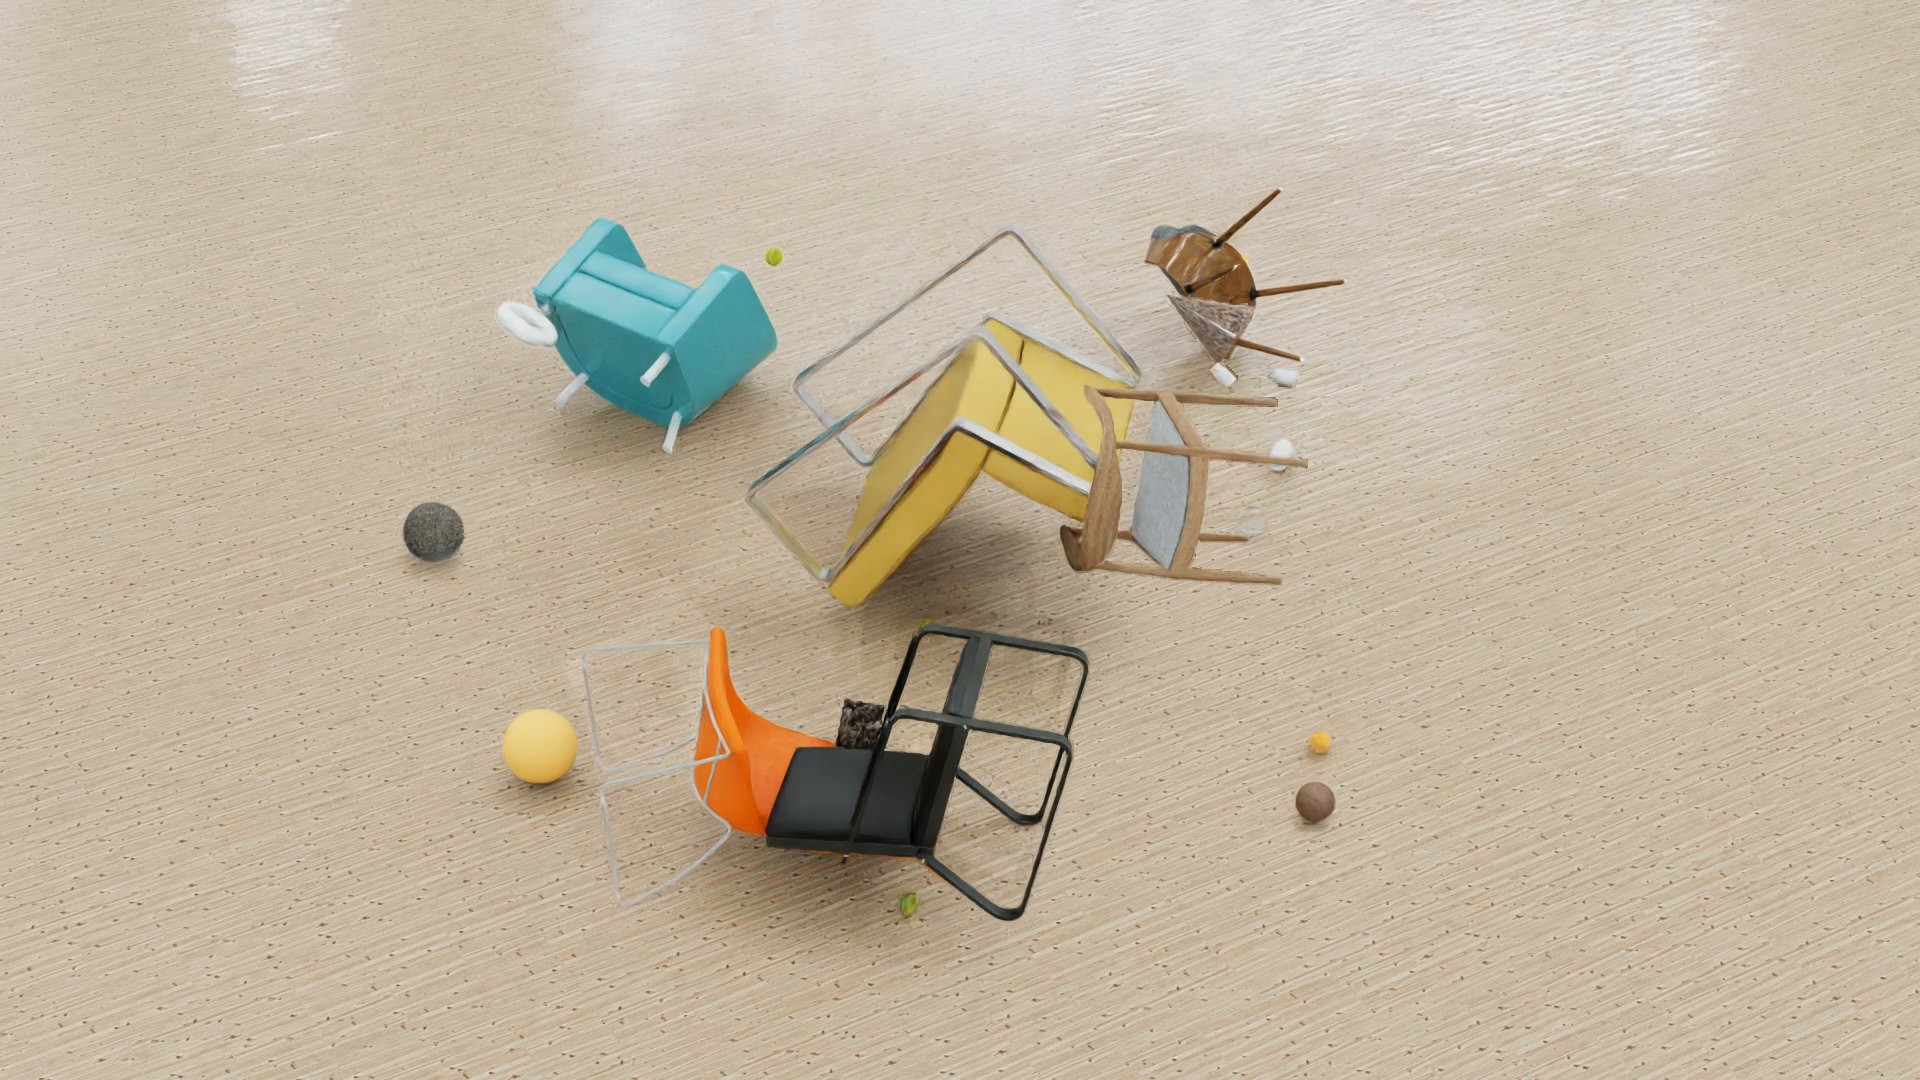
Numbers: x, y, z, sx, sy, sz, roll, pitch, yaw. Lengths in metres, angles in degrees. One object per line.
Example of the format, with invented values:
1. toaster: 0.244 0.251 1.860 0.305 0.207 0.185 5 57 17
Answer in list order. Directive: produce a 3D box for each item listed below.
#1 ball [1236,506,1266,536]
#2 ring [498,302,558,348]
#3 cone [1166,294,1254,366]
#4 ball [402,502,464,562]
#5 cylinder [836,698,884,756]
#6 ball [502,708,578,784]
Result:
1. ball: 1.088 -0.070 10.952 0.109 0.109 0.109 0 33 0
2. ring: -1.651 -0.822 11.184 0.258 0.067 0.256 10 31 -50
3. cone: 0.916 -0.853 11.153 0.311 0.264 0.130 31 15 4
4. ball: -1.937 -0.029 10.786 0.223 0.223 0.223 0 33 0
5. cylinder: -0.330 0.617 9.638 0.130 0.170 0.076 11 -8 -4
6. ball: -1.387 0.681 9.685 0.248 0.248 0.248 0 33 0
